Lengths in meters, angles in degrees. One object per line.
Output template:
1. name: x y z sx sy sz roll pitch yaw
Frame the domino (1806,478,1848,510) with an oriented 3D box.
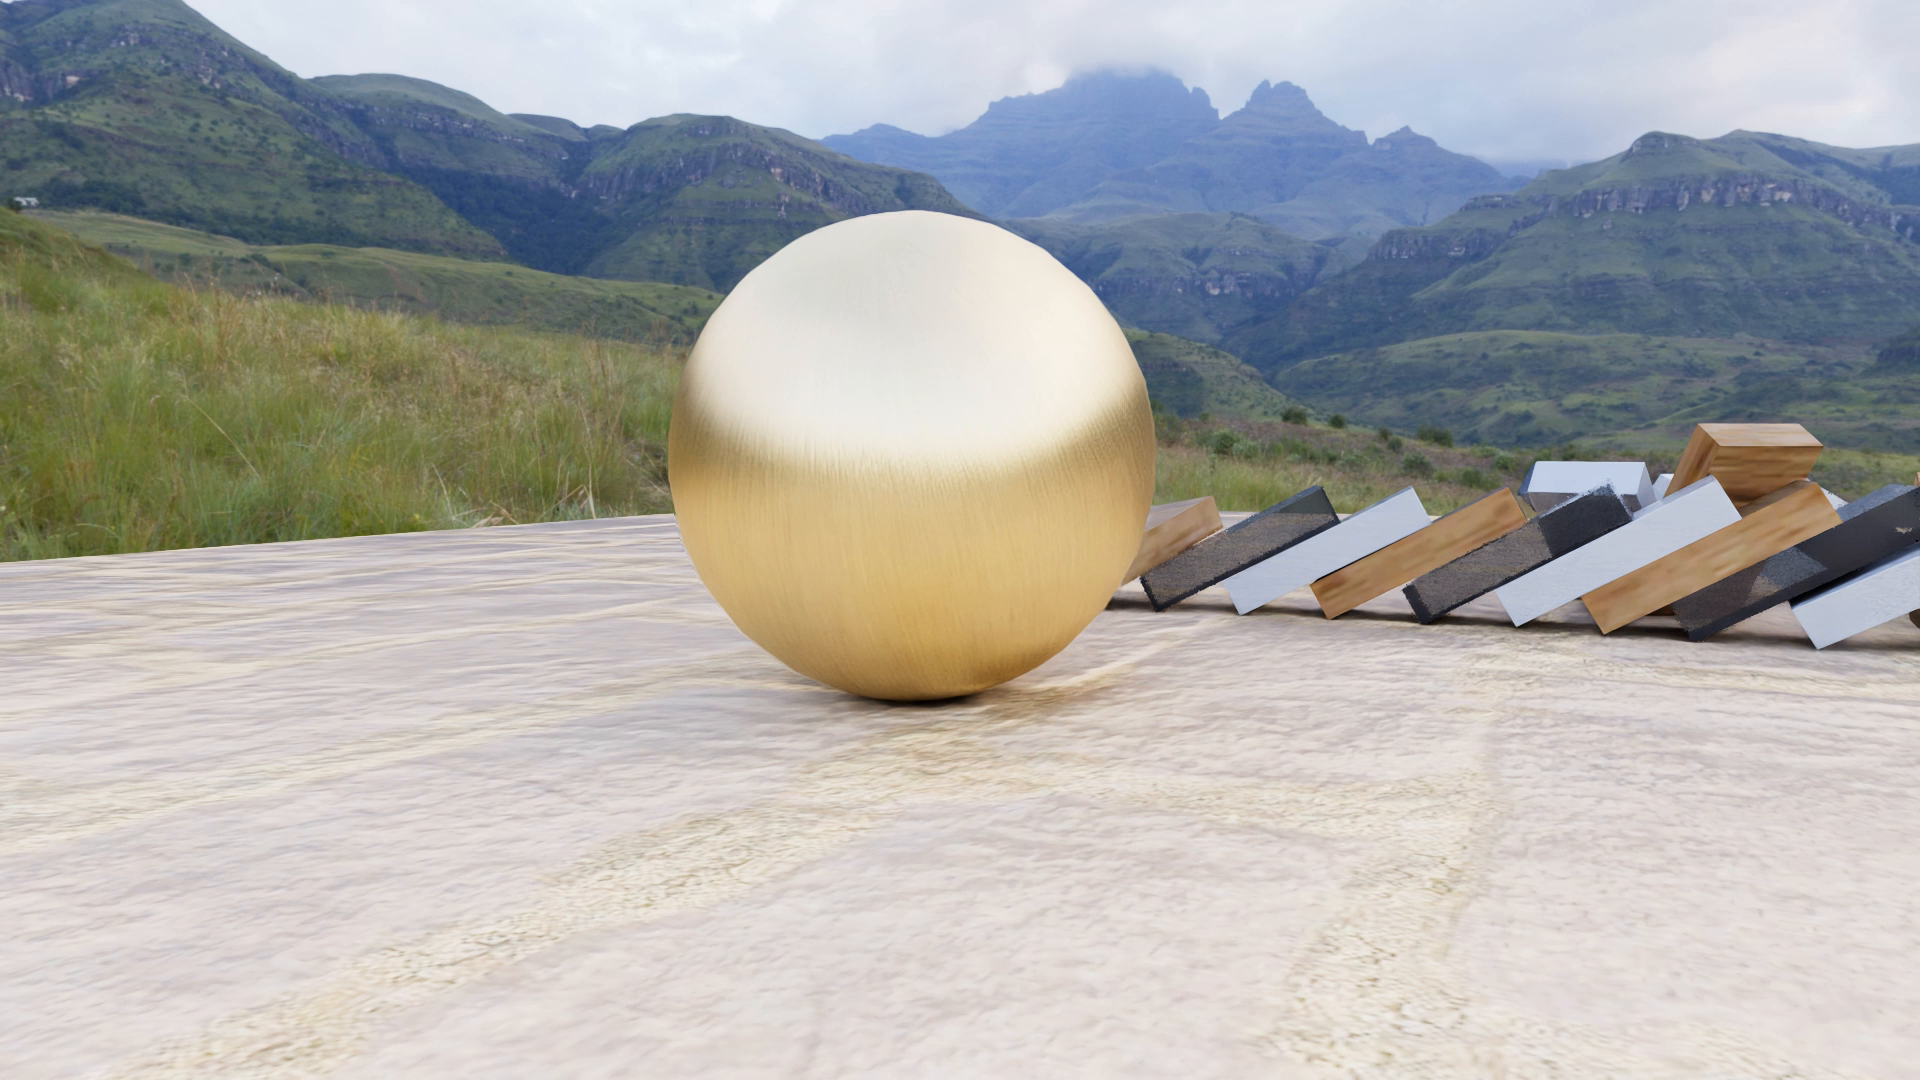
1. domino: 0.241 0.000 0.350 0.025 0.009 0.050 -2 34 -25

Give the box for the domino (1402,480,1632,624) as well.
1. domino: 0.131 0.003 0.302 0.050 0.010 0.025 -33 -10 26

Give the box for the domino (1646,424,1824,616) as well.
1. domino: 0.181 -0.004 0.308 0.025 0.050 0.010 0 37 -6

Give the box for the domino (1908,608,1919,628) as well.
1. domino: 0.223 0.010 0.256 0.050 0.009 0.025 -14 8 24

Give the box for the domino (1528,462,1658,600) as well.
1. domino: 0.166 -0.001 0.330 0.025 0.010 0.050 4 -32 42

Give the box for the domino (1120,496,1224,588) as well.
1. domino: 0.046 0.002 0.348 0.050 0.009 0.025 -26 10 -37

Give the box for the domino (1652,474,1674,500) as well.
1. domino: 0.225 -0.002 0.365 0.025 0.010 0.050 -2 35 -38

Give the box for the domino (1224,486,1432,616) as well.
1. domino: 0.092 0.002 0.322 0.050 0.010 0.025 -28 -5 19

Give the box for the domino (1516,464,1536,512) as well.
1. domino: 0.177 -0.002 0.348 0.050 0.010 0.025 37 -12 -24

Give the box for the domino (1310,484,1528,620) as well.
1. domino: 0.112 0.003 0.313 0.050 0.009 0.025 -30 -8 22

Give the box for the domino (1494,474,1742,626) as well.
1. domino: 0.149 0.002 0.291 0.050 0.010 0.025 -33 -10 27

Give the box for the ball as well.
1. ball: -0.008 -0.013 0.213 0.080 0.080 0.080 0 4 0

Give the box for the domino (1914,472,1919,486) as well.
1. domino: 0.261 0.001 0.326 0.025 0.010 0.050 5 37 25

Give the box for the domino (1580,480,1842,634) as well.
1. domino: 0.164 0.004 0.284 0.050 0.009 0.025 -32 -10 24

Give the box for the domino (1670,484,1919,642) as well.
1. domino: 0.180 0.005 0.277 0.050 0.010 0.025 -32 -10 24

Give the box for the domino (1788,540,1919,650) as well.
1. domino: 0.199 0.004 0.264 0.050 0.010 0.025 -34 -6 31

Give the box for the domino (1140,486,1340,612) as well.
1. domino: 0.071 0.002 0.331 0.050 0.010 0.025 -27 -1 12
